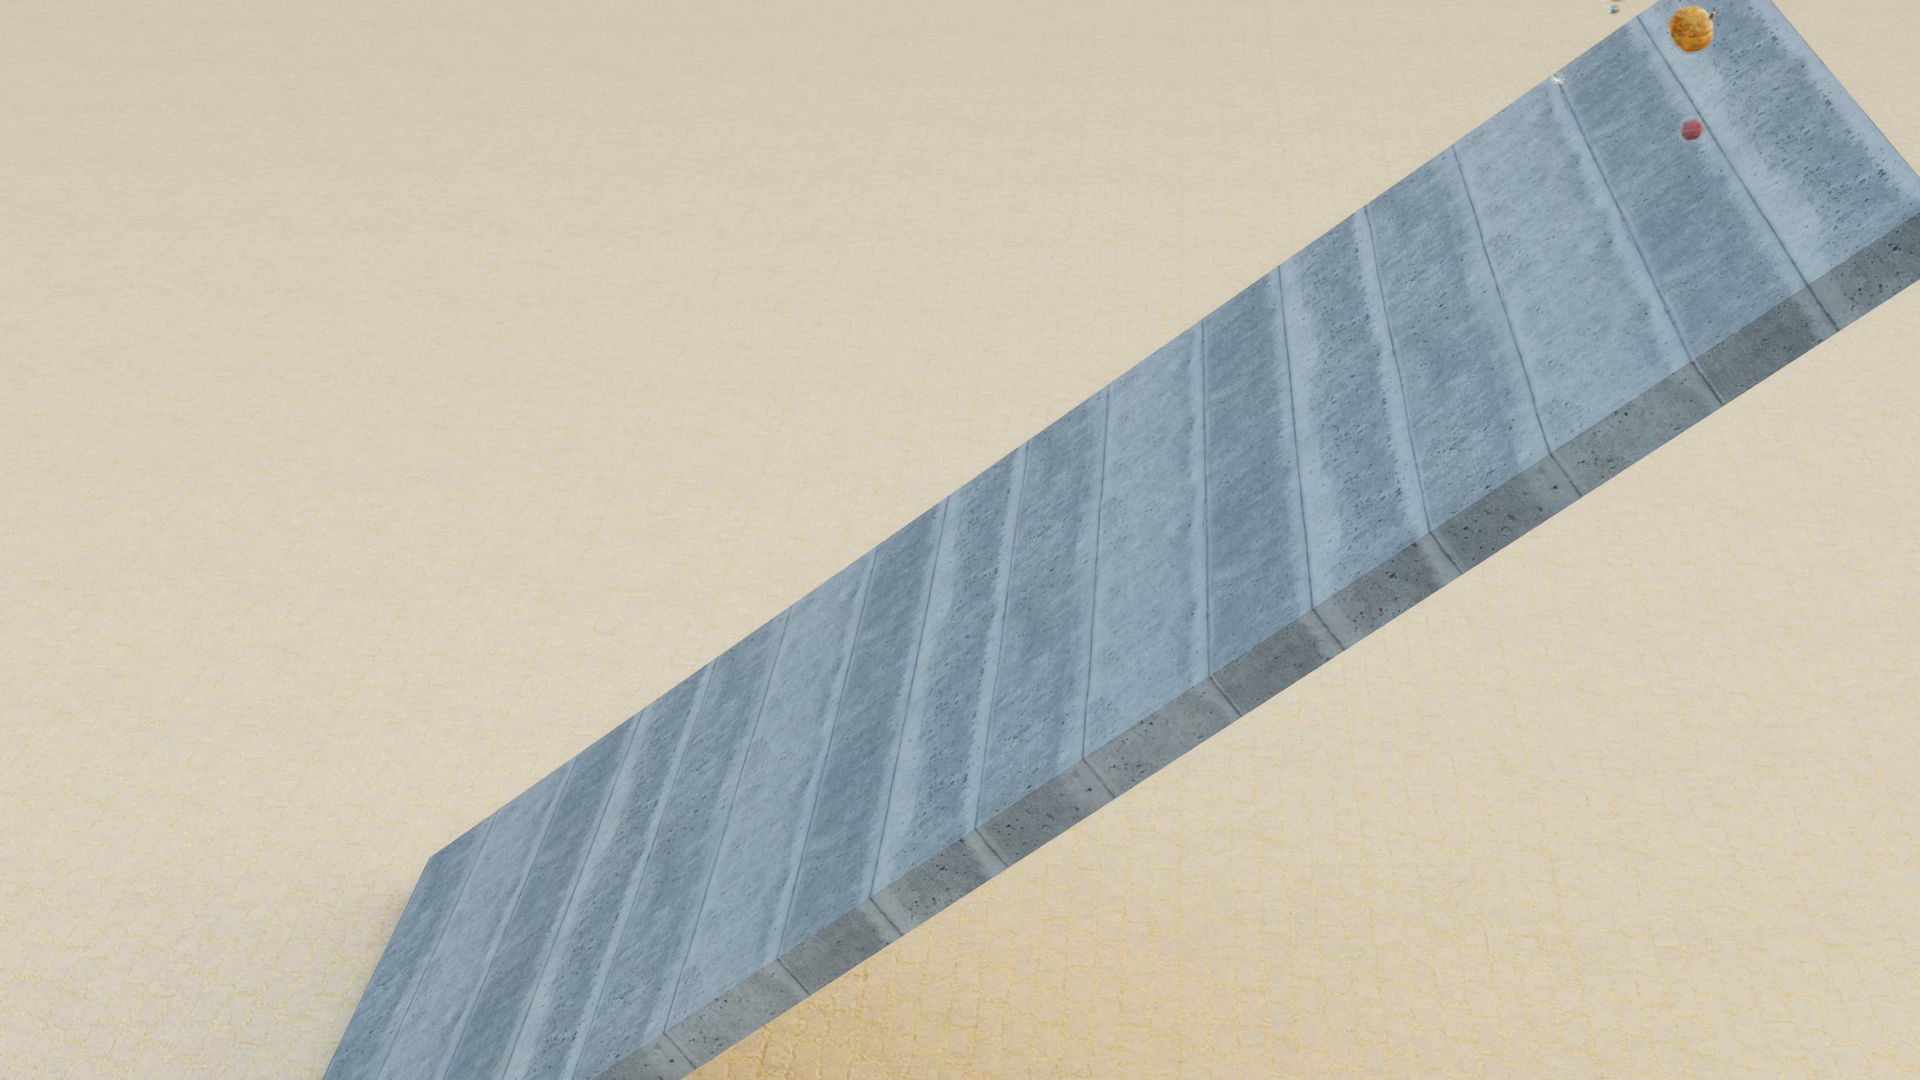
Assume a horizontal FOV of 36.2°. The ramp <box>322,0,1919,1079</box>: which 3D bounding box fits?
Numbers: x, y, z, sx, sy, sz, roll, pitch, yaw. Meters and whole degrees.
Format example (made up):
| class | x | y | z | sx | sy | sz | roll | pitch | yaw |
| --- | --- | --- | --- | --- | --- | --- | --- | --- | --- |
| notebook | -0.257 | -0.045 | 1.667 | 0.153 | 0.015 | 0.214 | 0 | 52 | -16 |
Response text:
| class | x | y | z | sx | sy | sz | roll | pitch | yaw |
| --- | --- | --- | --- | --- | --- | --- | --- | --- | --- |
| ramp | 0.127 | 0.180 | 6.326 | 4.000 | 0.100 | 2.000 | -35 | 16 | 17 |
